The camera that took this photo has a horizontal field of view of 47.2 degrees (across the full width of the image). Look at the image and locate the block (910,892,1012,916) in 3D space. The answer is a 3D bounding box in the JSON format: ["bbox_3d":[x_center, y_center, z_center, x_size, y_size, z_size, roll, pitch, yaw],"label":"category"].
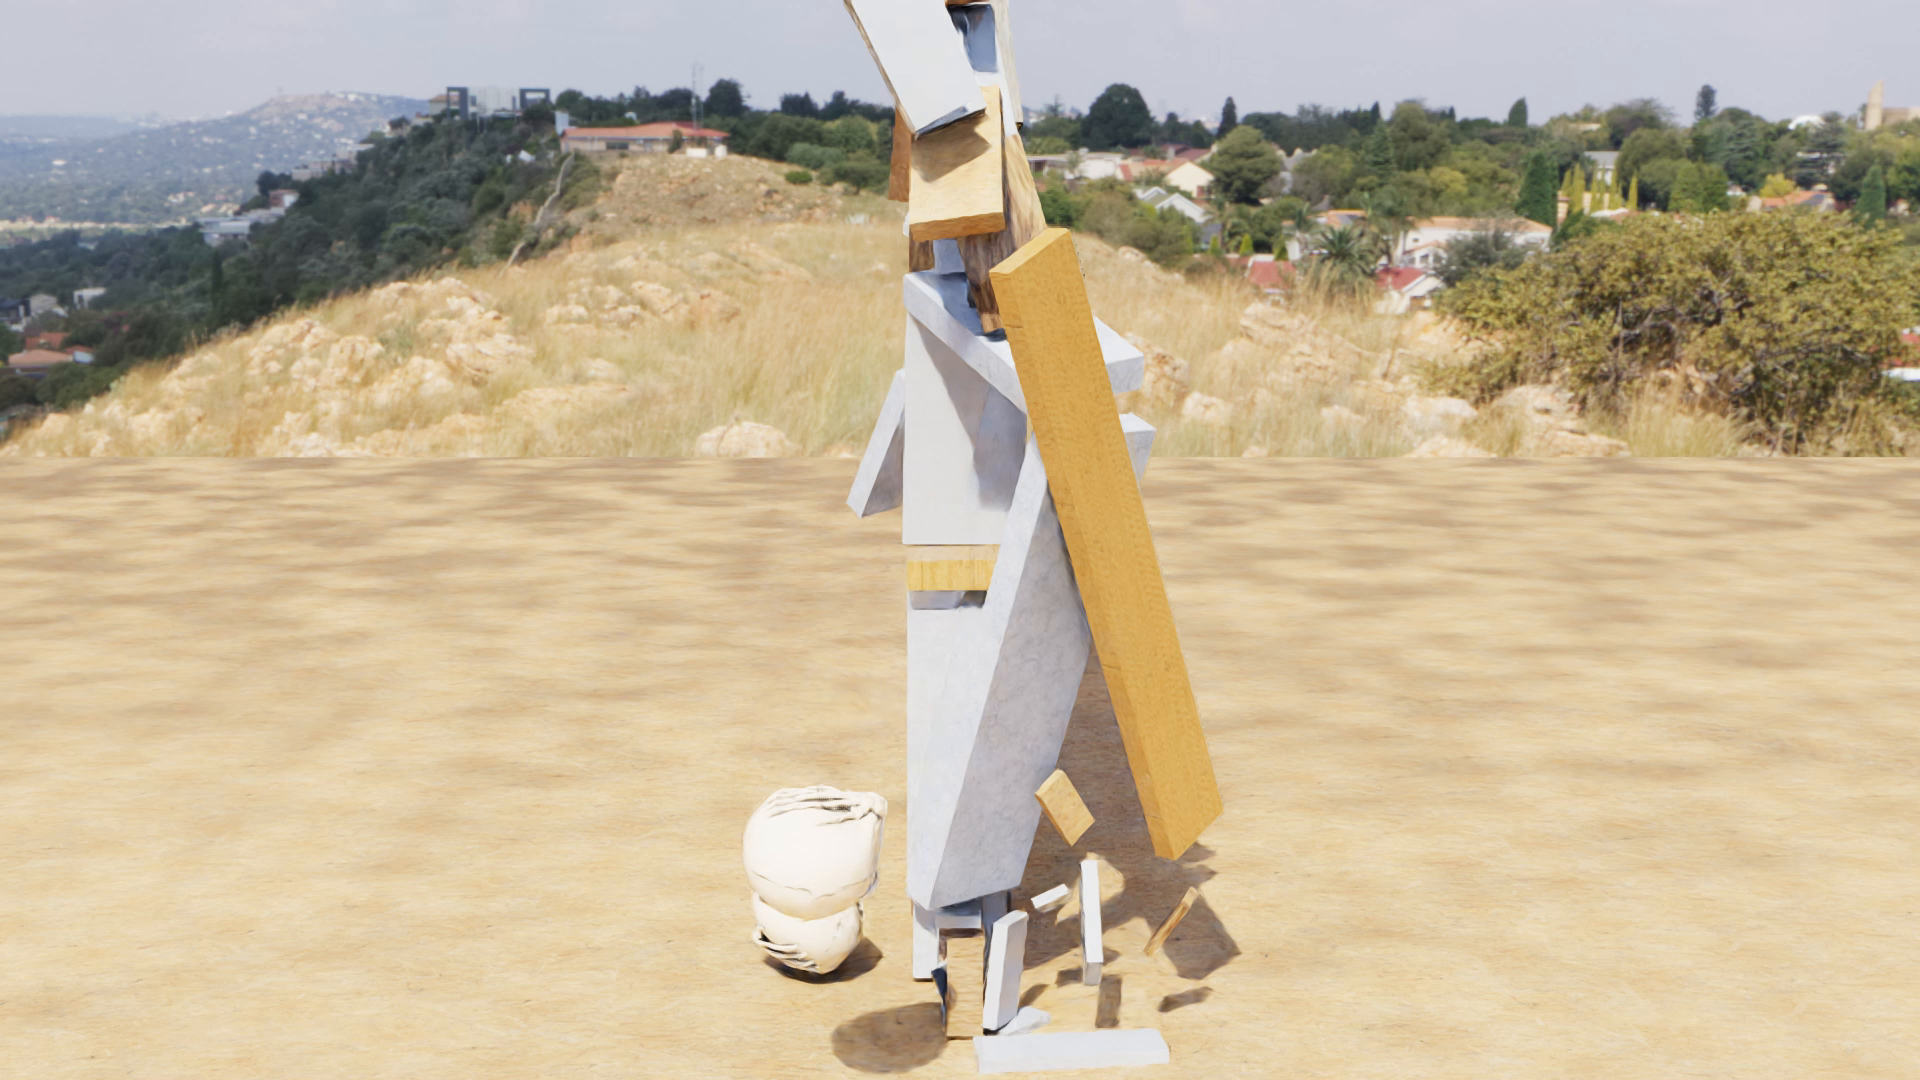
[{"bbox_3d":[0.002,0.444,3.560,0.163,0.326,0.046,0,10,0],"label":"block"}]

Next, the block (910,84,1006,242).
[{"bbox_3d":[-0.003,-0.483,2.809,0.117,0.033,0.234,-7,53,8],"label":"block"}]

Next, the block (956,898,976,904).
[{"bbox_3d":[-0.012,0.474,3.186,0.052,0.104,0.015,-11,-7,3],"label":"block"}]

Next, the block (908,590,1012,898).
[{"bbox_3d":[0.000,0.290,3.194,0.151,0.469,0.043,0,12,0],"label":"block"}]

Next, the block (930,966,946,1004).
[{"bbox_3d":[0.000,0.646,3.118,0.048,0.095,0.014,-21,-26,-15],"label":"block"}]

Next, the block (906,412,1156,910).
[{"bbox_3d":[0.090,0.173,2.971,0.174,0.727,0.049,-7,32,-40],"label":"block"}]

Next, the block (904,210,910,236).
[{"bbox_3d":[-0.058,-0.598,4.128,0.085,0.024,0.169,-3,17,3],"label":"block"}]

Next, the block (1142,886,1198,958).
[{"bbox_3d":[0.291,0.528,3.042,0.014,0.101,0.050,37,28,7],"label":"block"}]

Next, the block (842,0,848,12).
[{"bbox_3d":[-0.109,-0.718,2.766,0.097,0.028,0.194,-23,0,1],"label":"block"}]

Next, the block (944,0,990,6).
[{"bbox_3d":[0.001,-0.725,2.921,0.070,0.020,0.140,-5,11,7],"label":"block"}]

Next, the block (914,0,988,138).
[{"bbox_3d":[-0.048,-0.623,2.813,0.097,0.194,0.028,-23,-2,-7],"label":"block"}]

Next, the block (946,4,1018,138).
[{"bbox_3d":[0.025,-0.619,2.955,0.070,0.217,0.020,-6,-18,-16],"label":"block"}]

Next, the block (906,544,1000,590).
[{"bbox_3d":[-0.001,0.019,3.239,0.151,0.043,0.302,0,12,-1],"label":"block"}]

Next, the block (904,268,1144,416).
[{"bbox_3d":[0.081,-0.283,2.967,0.174,0.049,0.348,-14,35,-24],"label":"block"}]

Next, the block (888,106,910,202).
[{"bbox_3d":[-0.028,-0.862,4.139,0.176,0.456,0.050,5,12,-3],"label":"block"}]

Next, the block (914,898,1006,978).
[{"bbox_3d":[0.000,0.517,3.299,0.138,0.276,0.039,0,3,0],"label":"block"}]

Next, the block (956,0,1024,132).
[{"bbox_3d":[0.009,-0.697,3.011,0.117,0.293,0.033,-3,-15,-13],"label":"block"}]

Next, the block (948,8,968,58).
[{"bbox_3d":[-0.025,-0.643,2.901,0.070,0.020,0.140,-12,47,14],"label":"block"}]

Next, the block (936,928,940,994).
[{"bbox_3d":[-0.002,0.603,3.246,0.065,0.130,0.018,0,-11,0],"label":"block"}]

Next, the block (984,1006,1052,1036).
[{"bbox_3d":[0.080,0.686,3.117,0.048,0.014,0.095,9,14,41],"label":"block"}]

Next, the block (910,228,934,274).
[{"bbox_3d":[0.002,-0.436,3.207,0.149,0.351,0.042,0,11,1],"label":"block"}]

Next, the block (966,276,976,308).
[{"bbox_3d":[0.049,-0.397,2.943,0.083,0.166,0.024,-8,13,-20],"label":"block"}]

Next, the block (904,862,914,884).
[{"bbox_3d":[-0.038,0.461,3.154,0.052,0.104,0.015,30,27,17],"label":"block"}]

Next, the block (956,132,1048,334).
[{"bbox_3d":[0.054,-0.399,2.871,0.117,0.234,0.033,-17,4,0],"label":"block"}]

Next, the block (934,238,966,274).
[{"bbox_3d":[0.003,-0.454,3.033,0.083,0.166,0.024,-8,11,-19],"label":"block"}]

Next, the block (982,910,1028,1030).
[{"bbox_3d":[0.064,0.603,3.087,0.021,0.151,0.076,10,8,23],"label":"block"}]

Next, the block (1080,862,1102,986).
[{"bbox_3d":[0.180,0.529,3.036,0.021,0.076,0.151,-1,54,0],"label":"block"}]

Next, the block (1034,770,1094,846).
[{"bbox_3d":[0.145,0.371,3.051,0.050,0.101,0.014,-45,32,-22],"label":"block"}]

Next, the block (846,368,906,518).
[{"bbox_3d":[-0.096,-0.206,4.390,0.175,0.351,0.050,-17,54,-39],"label":"block"}]

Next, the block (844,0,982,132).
[{"bbox_3d":[-0.061,-0.612,2.698,0.097,0.194,0.028,-31,15,-11],"label":"block"}]

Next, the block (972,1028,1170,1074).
[{"bbox_3d":[0.151,0.701,3.017,0.260,0.021,0.076,-1,11,-8],"label":"block"}]

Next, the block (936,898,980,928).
[{"bbox_3d":[-0.003,0.535,3.214,0.065,0.018,0.131,0,11,0],"label":"block"}]

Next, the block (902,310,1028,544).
[{"bbox_3d":[0.007,-0.166,3.153,0.174,0.348,0.049,1,20,-2],"label":"block"}]

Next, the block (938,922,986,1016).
[{"bbox_3d":[0.003,0.618,3.170,0.065,0.130,0.018,-1,-13,-5],"label":"block"}]

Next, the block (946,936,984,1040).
[{"bbox_3d":[0.007,0.633,3.107,0.052,0.144,0.015,3,-31,-3],"label":"block"}]

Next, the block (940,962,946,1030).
[{"bbox_3d":[-0.003,0.648,3.132,0.048,0.095,0.014,-2,-29,-5],"label":"block"}]

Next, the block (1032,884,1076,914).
[{"bbox_3d":[0.133,0.510,3.126,0.050,0.014,0.101,-26,-16,2],"label":"block"}]

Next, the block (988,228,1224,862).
[{"bbox_3d":[0.200,0.030,2.832,0.033,0.896,0.117,12,40,42],"label":"block"}]
